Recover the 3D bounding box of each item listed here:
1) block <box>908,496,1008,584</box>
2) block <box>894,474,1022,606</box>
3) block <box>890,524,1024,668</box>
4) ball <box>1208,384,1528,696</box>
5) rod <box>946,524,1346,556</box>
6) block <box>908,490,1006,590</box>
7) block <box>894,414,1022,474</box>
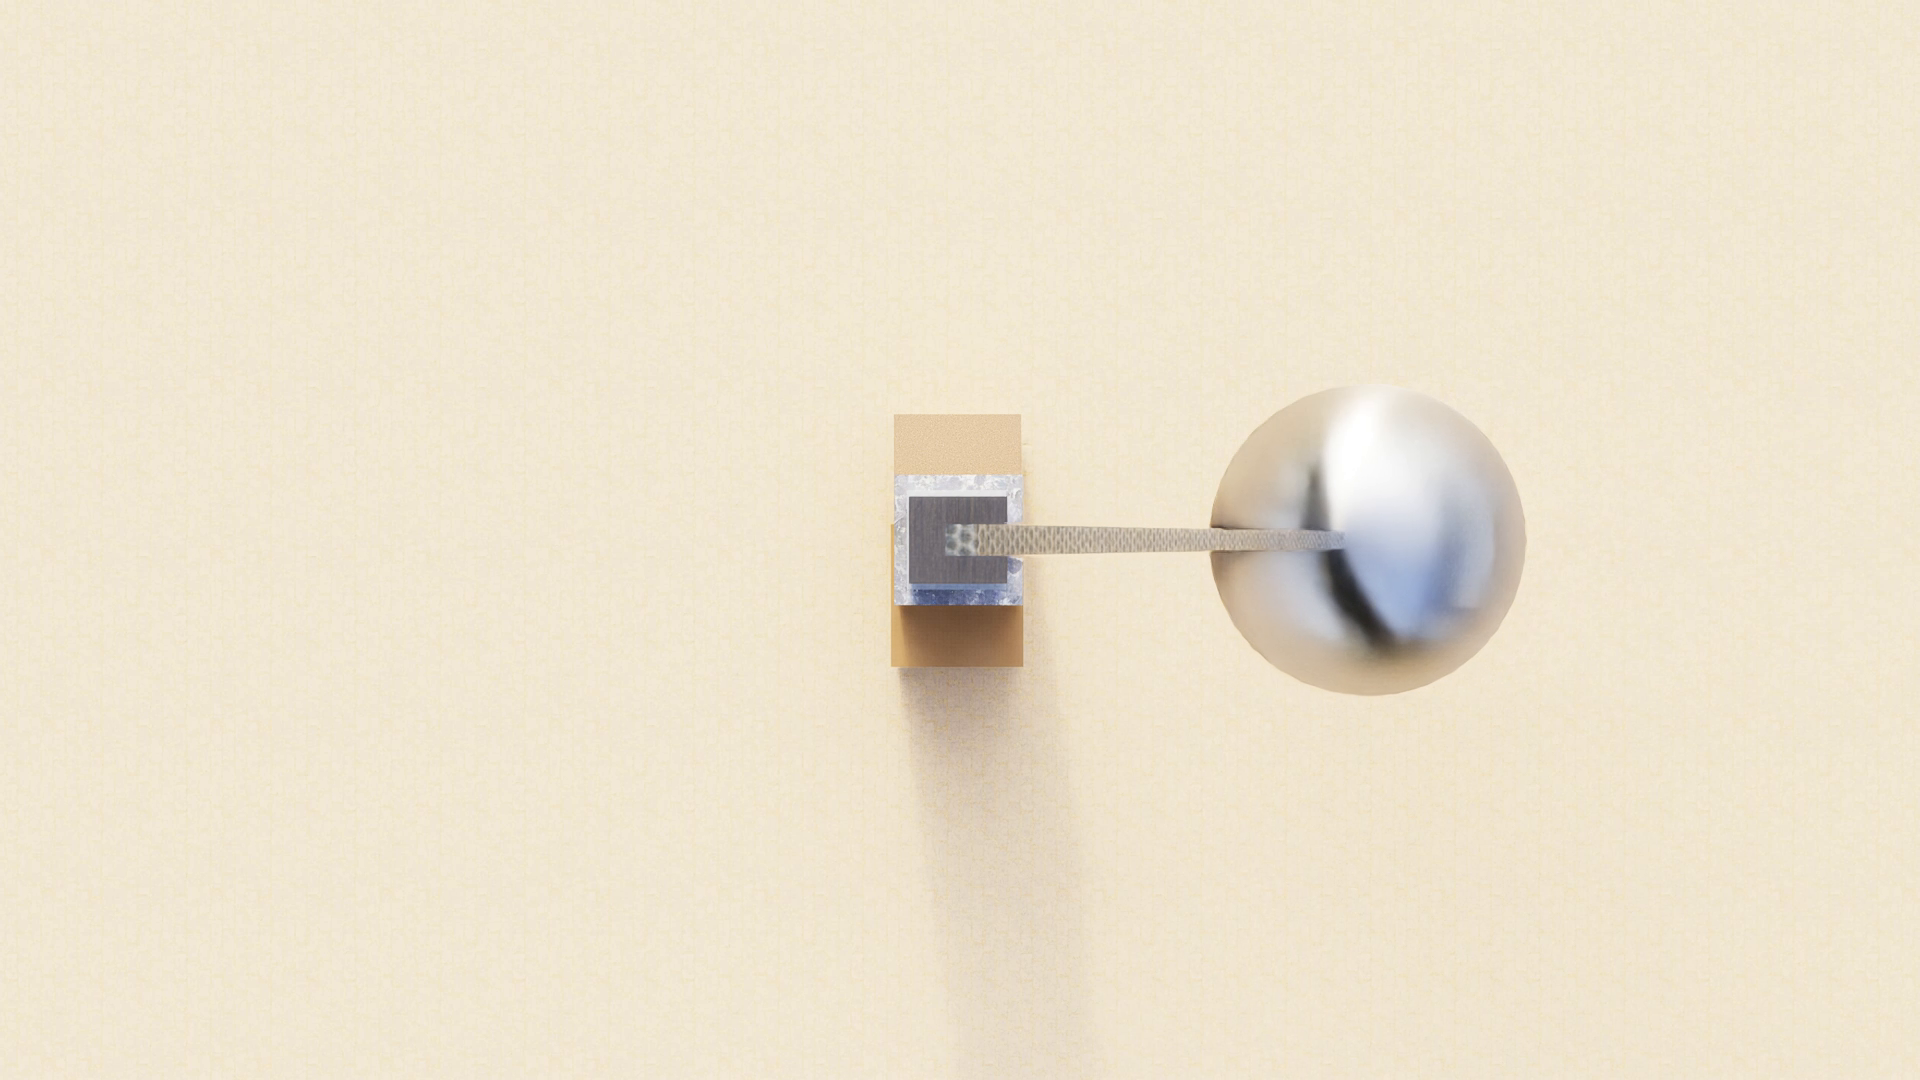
[{"bbox_3d":[-0.009,0.000,10.896,0.480,0.405,0.426,0,90,0],"label":"block"},{"bbox_3d":[-0.007,0.000,11.857,0.672,0.670,0.682,0,90,0],"label":"block"},{"bbox_3d":[-0.016,0.308,12.596,0.735,0.808,0.792,0,90,0],"label":"block"},{"bbox_3d":[2.074,0.000,11.246,1.600,1.600,1.600,0,90,0],"label":"ball"},{"bbox_3d":[0.899,0.000,8.056,0.080,5.200,0.080,0,90,20],"label":"rod"},{"bbox_3d":[-0.017,0.000,11.310,0.501,0.424,0.500,0,90,0],"label":"block"},{"bbox_3d":[-0.014,-0.401,12.657,0.713,0.686,0.606,0,90,0],"label":"block"}]
